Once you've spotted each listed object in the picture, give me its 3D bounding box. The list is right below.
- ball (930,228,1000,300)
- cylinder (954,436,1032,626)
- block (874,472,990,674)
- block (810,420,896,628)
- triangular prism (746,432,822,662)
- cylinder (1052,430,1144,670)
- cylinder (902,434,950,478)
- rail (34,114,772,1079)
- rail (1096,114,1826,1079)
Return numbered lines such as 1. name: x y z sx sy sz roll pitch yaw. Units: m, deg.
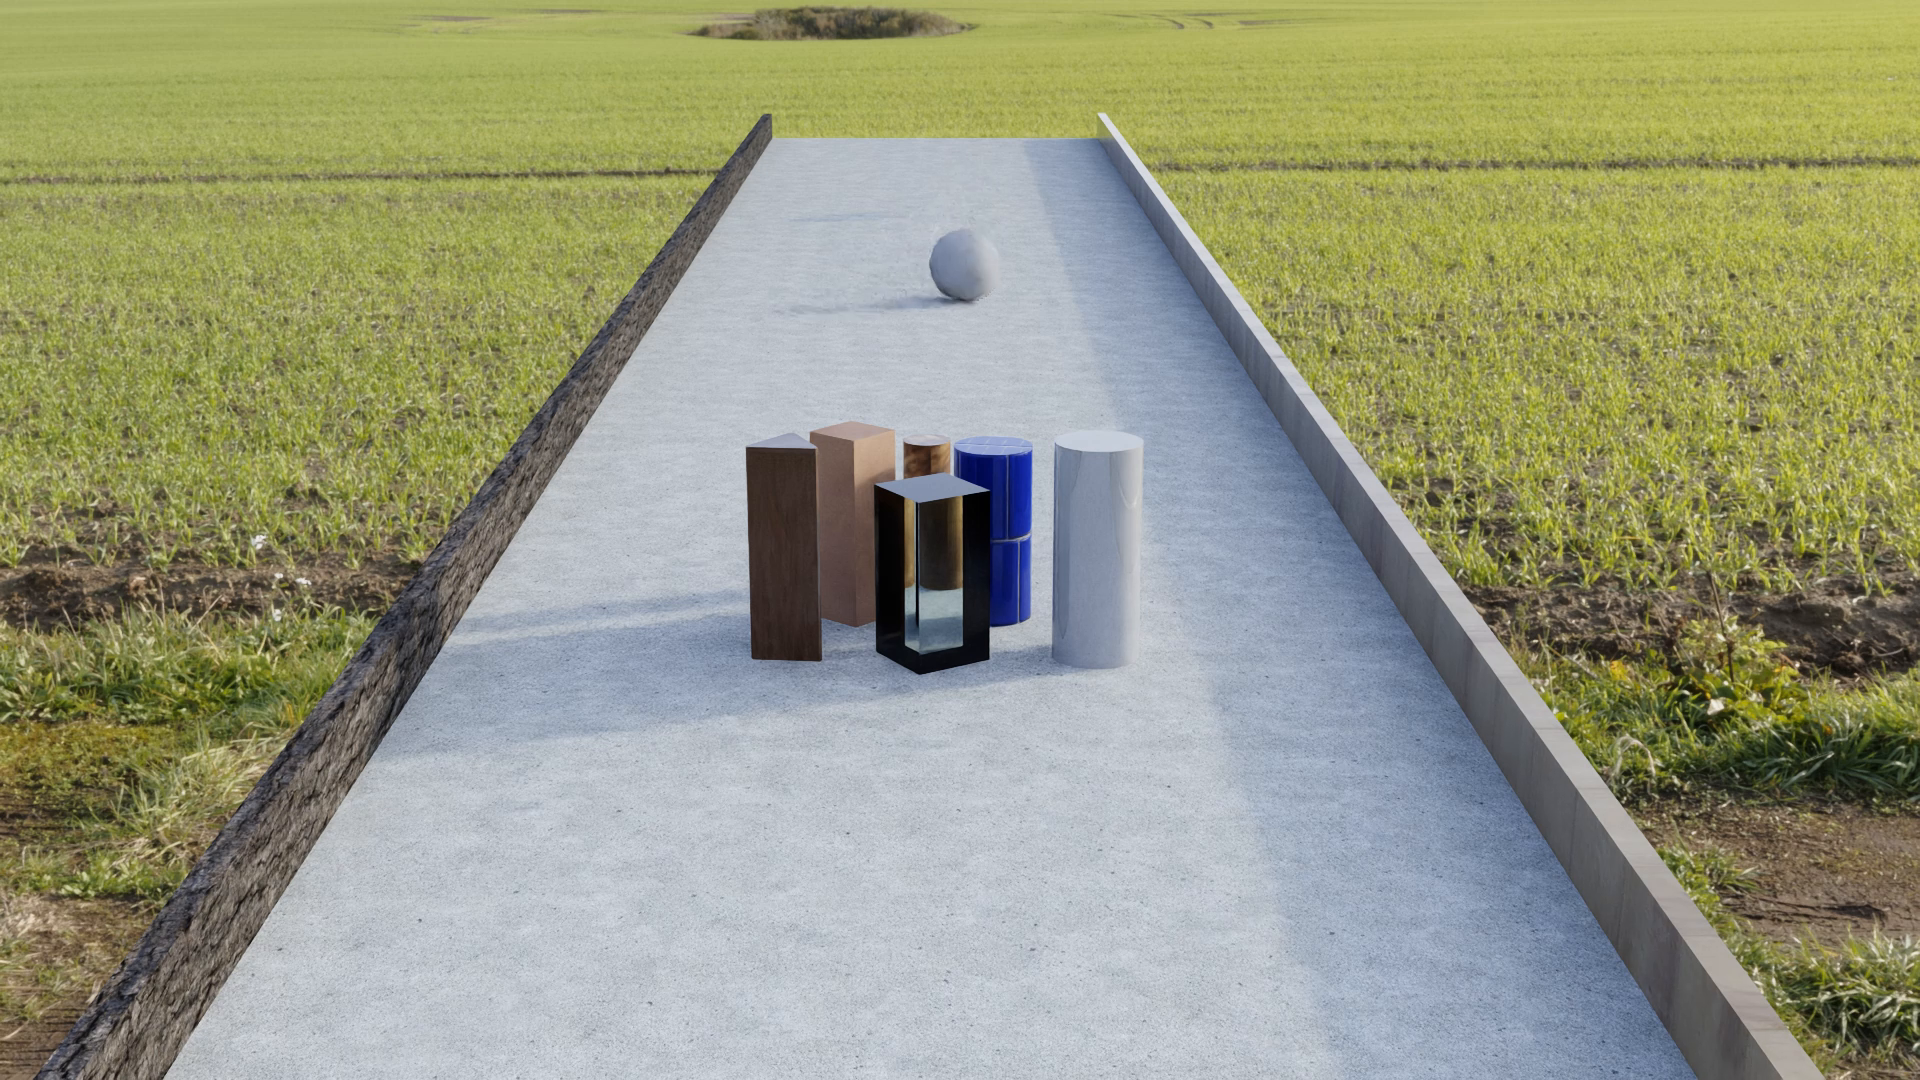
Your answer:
1. ball: 0.017 -1.030 8.226 0.264 0.264 0.264 0 17 0
2. cylinder: 0.070 -0.019 4.639 0.165 0.372 0.165 0 17 0
3. block: -0.056 0.065 4.392 0.166 0.352 0.166 -11 20 -32
4. block: -0.224 -0.035 4.636 0.126 0.403 0.126 14 21 38
5. triangular prism: -0.343 0.013 4.412 0.141 0.440 0.122 2 17 5
6. cylinder: 0.273 0.018 4.384 0.176 0.445 0.176 0 17 0
7. cylinder: -0.074 -0.071 4.911 0.106 0.315 0.106 0 17 0
8. rail: -1.118 -0.838 7.780 0.050 0.150 12.000 0 17 -1
9. rail: 0.932 -0.844 7.801 0.050 0.150 12.000 0 17 -1
